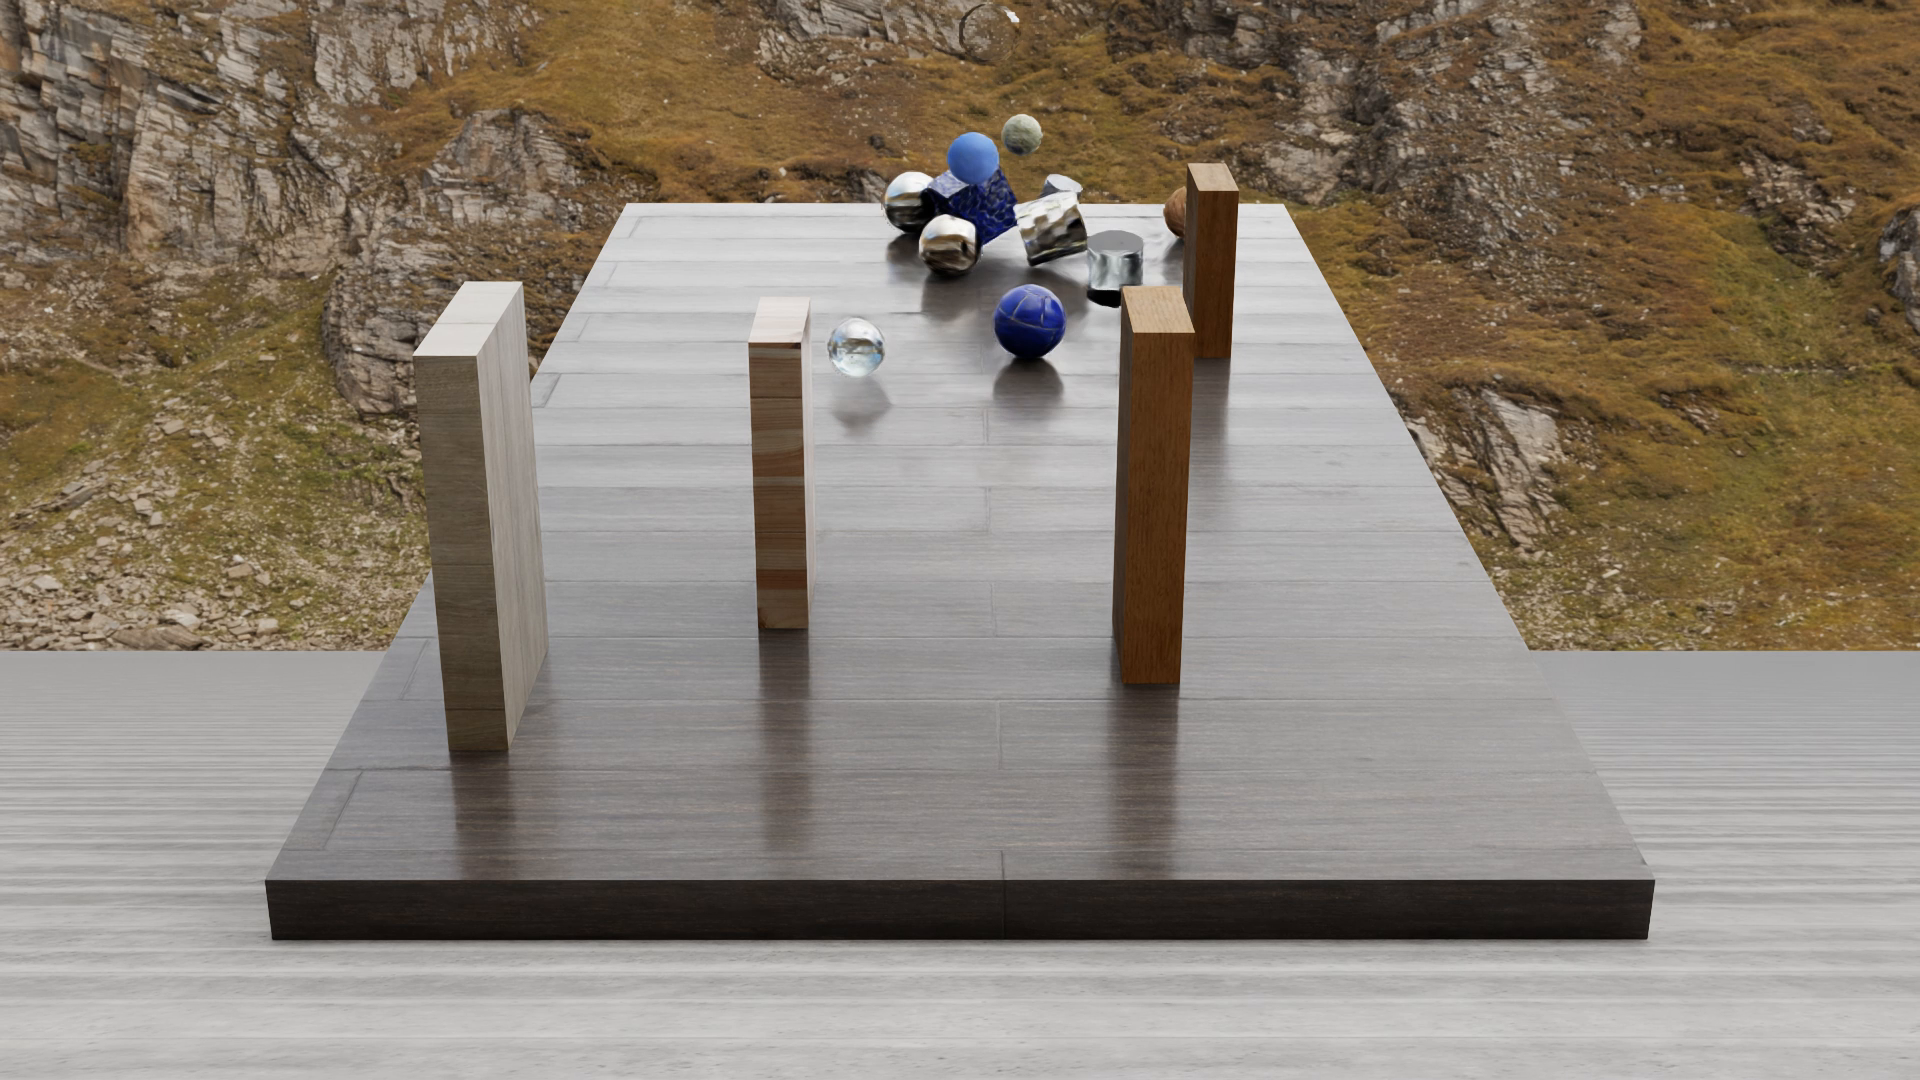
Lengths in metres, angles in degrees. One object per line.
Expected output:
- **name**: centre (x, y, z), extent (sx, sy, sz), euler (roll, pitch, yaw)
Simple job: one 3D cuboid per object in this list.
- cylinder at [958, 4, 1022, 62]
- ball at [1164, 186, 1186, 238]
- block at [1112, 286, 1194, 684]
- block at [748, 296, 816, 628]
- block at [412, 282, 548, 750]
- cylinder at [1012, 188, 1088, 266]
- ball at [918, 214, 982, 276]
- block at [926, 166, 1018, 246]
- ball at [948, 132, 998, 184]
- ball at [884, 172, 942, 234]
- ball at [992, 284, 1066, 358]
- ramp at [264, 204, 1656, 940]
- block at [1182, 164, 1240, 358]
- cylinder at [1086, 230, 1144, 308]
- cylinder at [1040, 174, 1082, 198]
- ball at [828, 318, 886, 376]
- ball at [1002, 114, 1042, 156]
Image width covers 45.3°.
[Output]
- **cylinder**: centre (0.089, -1.489, 6.758), extent (0.165, 0.165, 0.165), euler (0, 13, 9)
- **ball**: centre (0.662, -0.939, 6.598), extent (0.154, 0.154, 0.154), euler (0, -3, 0)
- **block**: centre (0.325, -0.095, 3.914), extent (0.098, 0.621, 0.267), euler (0, 22, 0)
- **block**: centre (-0.316, -0.141, 4.140), extent (0.090, 0.534, 0.274), euler (0, 22, 0)
- **block**: centre (-0.770, -0.045, 3.737), extent (0.095, 0.660, 0.401), euler (0, 22, 0)
- **cylinder**: centre (0.252, -0.857, 6.314), extent (0.174, 0.174, 0.174), euler (-16, -4, 3)
- **ball**: centre (-0.027, -0.799, 6.231), extent (0.169, 0.169, 0.169), euler (0, -3, 0)
- **block**: centre (0.045, -0.962, 6.540), extent (0.178, 0.178, 0.178), euler (-32, 29, -7)
- **ball**: centre (0.036, -1.056, 6.368), extent (0.143, 0.143, 0.143), euler (0, -3, 0)
- **ball**: centre (-0.134, -0.977, 6.658), extent (0.176, 0.176, 0.176), euler (0, -3, 0)
- **ball**: centre (0.168, -0.528, 5.559), extent (0.178, 0.178, 0.178), euler (0, -3, 0)
- **ramp**: centre (-0.007, -0.222, 5.177), extent (2.000, 0.100, 4.000), euler (0, 22, 0)
- **block**: centre (0.611, -0.688, 5.643), extent (0.095, 0.412, 0.283), euler (0, 22, 0)
- **cylinder**: centre (0.398, -0.697, 5.906), extent (0.147, 0.147, 0.147), euler (-1, 34, 1)
- **cylinder**: centre (0.288, -0.998, 6.754), extent (0.111, 0.111, 0.111), euler (16, 31, -10)
- **ball**: centre (-0.244, -0.454, 5.429), extent (0.137, 0.137, 0.137), euler (0, -3, 0)
- **ball**: centre (0.178, -1.162, 6.603), extent (0.117, 0.117, 0.117), euler (0, -3, 0)
